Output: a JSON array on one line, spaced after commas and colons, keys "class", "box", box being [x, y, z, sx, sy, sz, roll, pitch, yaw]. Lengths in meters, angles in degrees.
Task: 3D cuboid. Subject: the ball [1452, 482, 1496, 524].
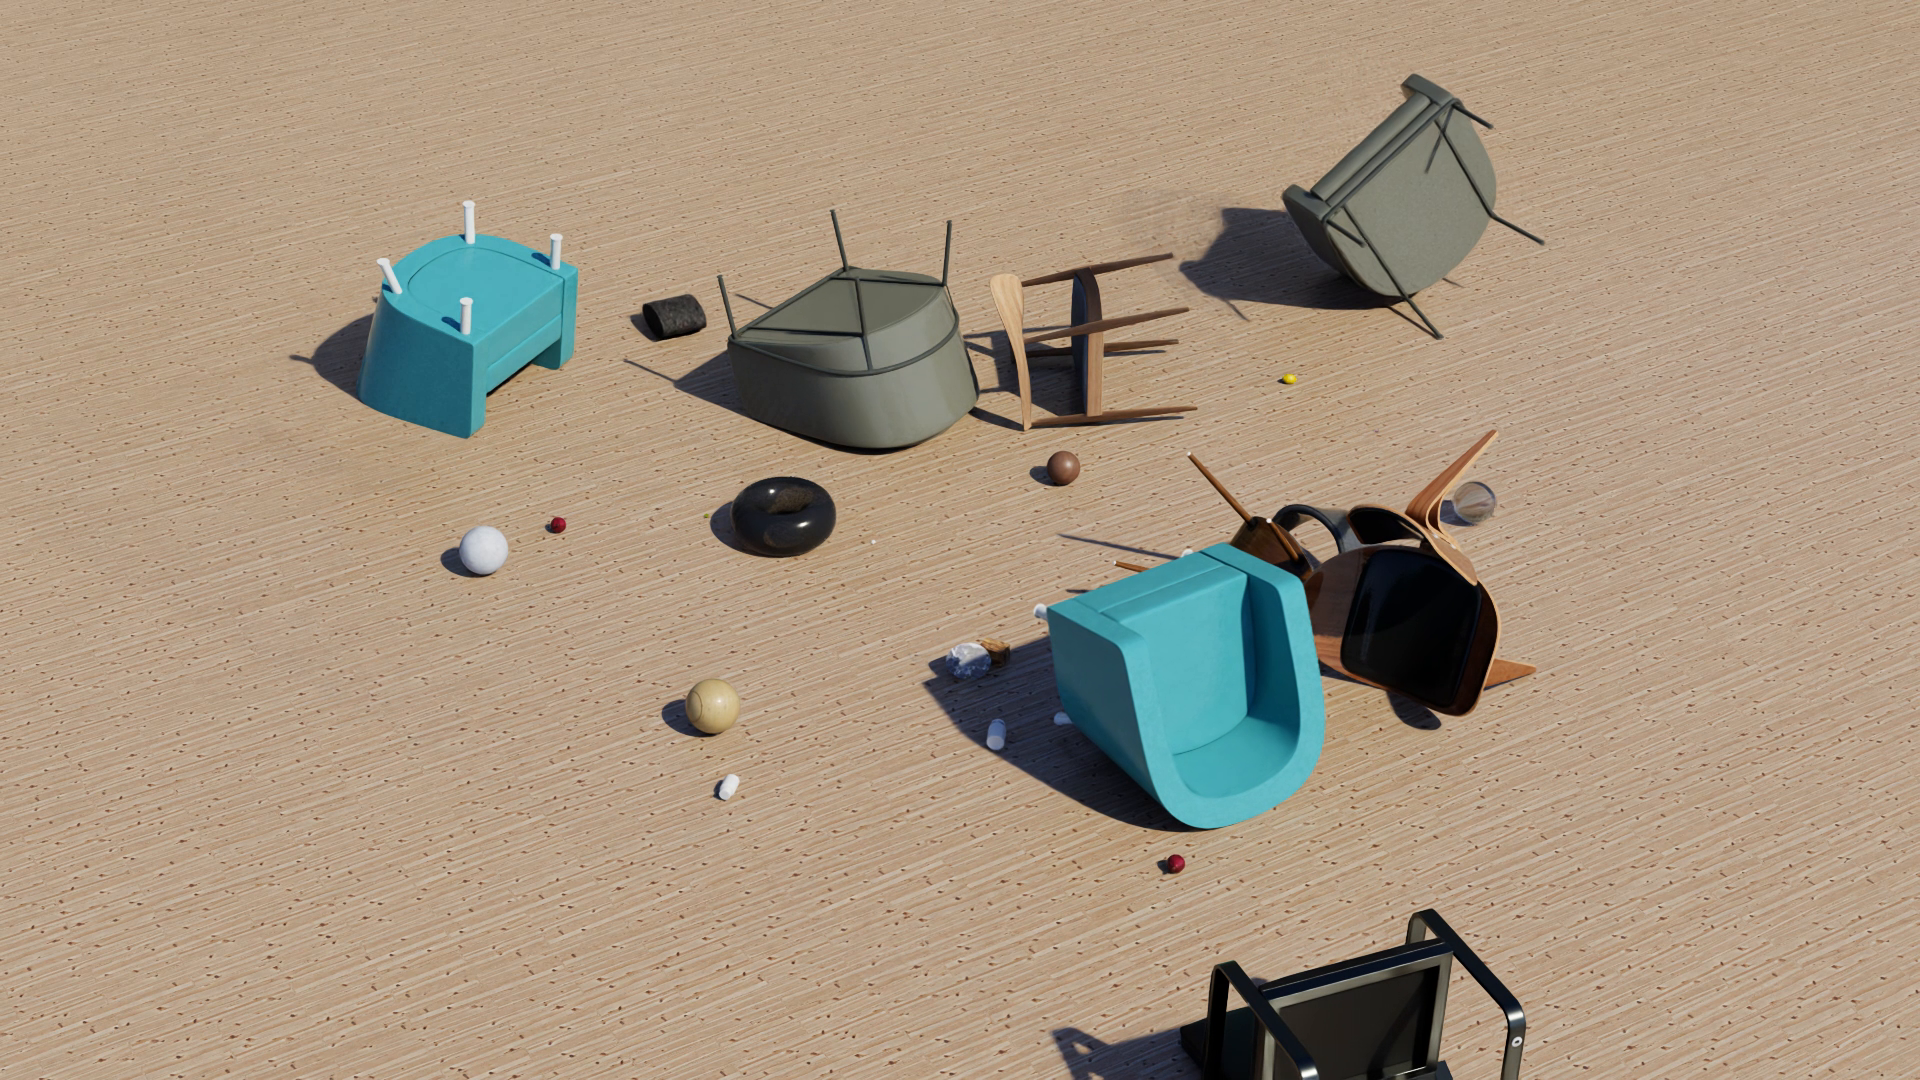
[{"class": "ball", "box": [1.932, -0.141, 11.013, 0.160, 0.160, 0.160, 0, 33, 0]}]

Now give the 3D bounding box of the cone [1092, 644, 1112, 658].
[{"class": "cone", "box": [0.493, 0.401, 10.317, 0.074, 0.042, 0.073, -21, 31, -2]}]

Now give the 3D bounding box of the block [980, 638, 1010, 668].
[{"class": "block", "box": [0.119, 0.395, 10.288, 0.092, 0.063, 0.064, 16, 37, 23]}]

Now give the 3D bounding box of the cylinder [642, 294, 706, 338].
[{"class": "cylinder", "box": [-1.194, -0.939, 12.258, 0.192, 0.121, 0.255, -15, 31, -21]}]

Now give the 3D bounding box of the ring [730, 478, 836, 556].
[{"class": "ring", "box": [-0.659, -0.090, 10.933, 0.402, 0.165, 0.387, 10, 36, 17]}]

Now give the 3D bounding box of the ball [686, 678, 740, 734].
[{"class": "ball", "box": [-0.836, 0.561, 9.922, 0.188, 0.188, 0.188, 0, 33, 0]}]

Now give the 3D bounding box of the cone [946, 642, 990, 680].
[{"class": "cone", "box": [0.024, 0.400, 10.280, 0.157, 0.133, 0.185, 5, 13, -5]}]

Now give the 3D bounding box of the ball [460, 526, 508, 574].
[{"class": "ball", "box": [-1.742, 0.037, 10.726, 0.179, 0.179, 0.179, 0, 33, 0]}]
